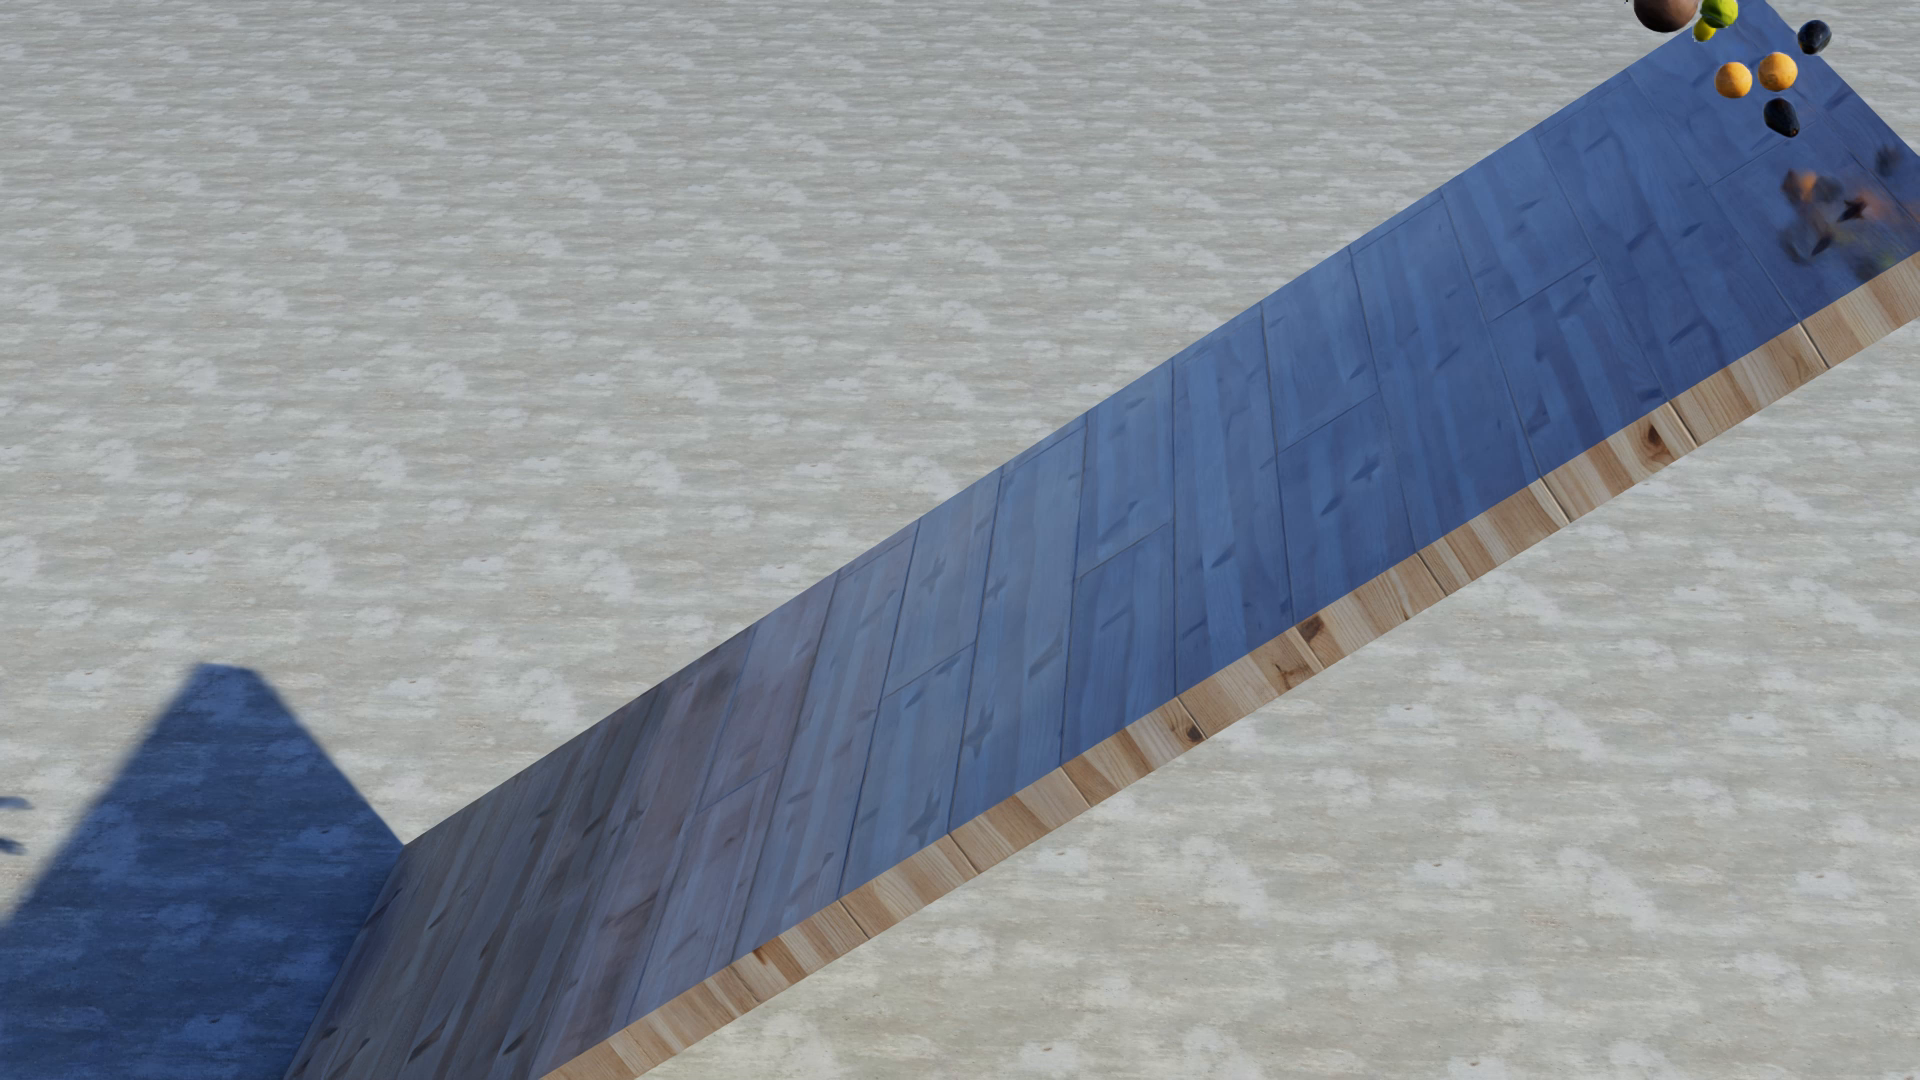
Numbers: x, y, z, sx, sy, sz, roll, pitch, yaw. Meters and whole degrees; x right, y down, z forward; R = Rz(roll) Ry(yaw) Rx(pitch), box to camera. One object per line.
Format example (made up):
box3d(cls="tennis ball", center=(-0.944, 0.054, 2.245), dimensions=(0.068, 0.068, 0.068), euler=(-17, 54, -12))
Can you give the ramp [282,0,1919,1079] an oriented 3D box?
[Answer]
box3d(cls="ramp", center=(0.136, 0.174, 6.305), dimensions=(4.000, 0.100, 2.000), euler=(-32, 16, 15))
